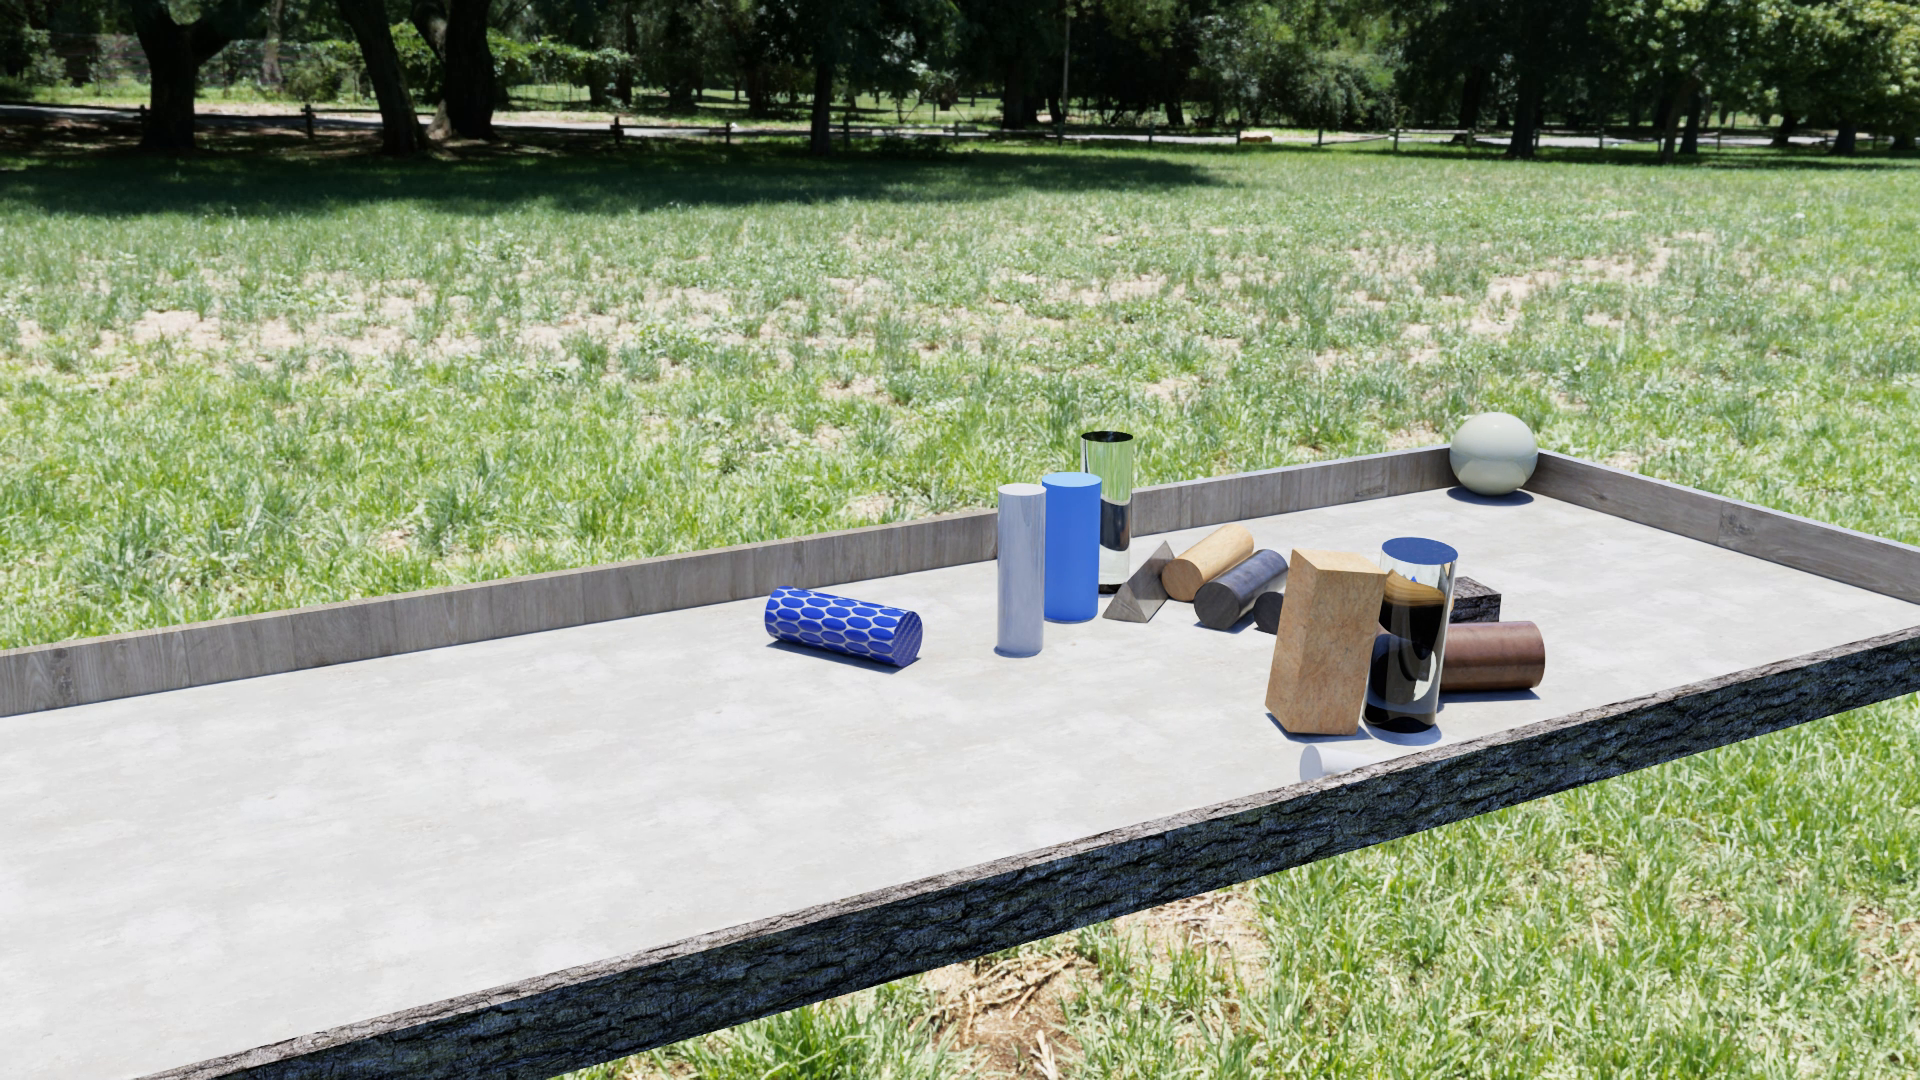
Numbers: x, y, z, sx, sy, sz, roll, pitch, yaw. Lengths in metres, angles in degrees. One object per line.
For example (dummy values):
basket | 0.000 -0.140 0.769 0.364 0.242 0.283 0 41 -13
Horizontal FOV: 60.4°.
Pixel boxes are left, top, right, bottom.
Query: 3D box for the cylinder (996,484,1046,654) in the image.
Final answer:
cylinder | 0.161 0.075 4.333 0.126 0.431 0.126 0 16 0

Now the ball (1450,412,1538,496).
ball | 1.896 -0.306 5.862 0.301 0.301 0.301 0 16 0

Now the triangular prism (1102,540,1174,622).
triangular prism | 0.536 0.110 4.770 0.129 0.112 0.441 6 17 20

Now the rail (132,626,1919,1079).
rail | -2.336 1.006 1.665 12.000 0.150 0.050 -9 18 -27

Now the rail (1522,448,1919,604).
rail | 2.466 -0.048 5.253 0.050 0.150 2.100 -9 18 -27

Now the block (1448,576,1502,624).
block | 1.188 0.213 4.345 0.428 0.160 0.160 -5 17 -17

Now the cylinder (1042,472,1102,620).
cylinder | 0.308 0.017 4.613 0.165 0.386 0.165 0 16 0

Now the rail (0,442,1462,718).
rail | -3.305 0.497 3.399 12.000 0.150 0.050 -9 18 -27

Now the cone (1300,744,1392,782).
cone | 0.947 0.500 3.560 0.418 0.106 0.106 3 15 -15

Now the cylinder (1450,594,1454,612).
cylinder | 1.000 0.200 4.067 0.118 0.118 0.444 -16 -11 -43

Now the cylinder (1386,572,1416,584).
cylinder | 1.132 0.177 4.521 0.423 0.131 0.131 -9 19 -28

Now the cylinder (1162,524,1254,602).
cylinder | 0.743 0.063 4.914 0.128 0.128 0.425 9 19 28

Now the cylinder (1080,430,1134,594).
cylinder | 0.425 -0.080 4.822 0.151 0.454 0.151 0 16 0

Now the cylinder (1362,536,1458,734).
cylinder | 1.041 0.221 3.825 0.169 0.424 0.169 1 22 0

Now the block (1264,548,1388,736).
block | 0.845 0.235 3.827 0.166 0.392 0.166 4 15 -11

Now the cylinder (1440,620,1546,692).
cylinder | 1.249 0.289 4.073 0.333 0.168 0.168 -2 16 -6

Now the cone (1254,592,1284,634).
cone | 0.965 0.186 4.619 0.117 0.117 0.371 13 12 38

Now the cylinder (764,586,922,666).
cylinder | -0.308 0.224 4.334 0.406 0.145 0.145 10 19 30

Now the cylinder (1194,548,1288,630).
cylinder | 0.798 0.136 4.653 0.135 0.135 0.373 10 19 30
